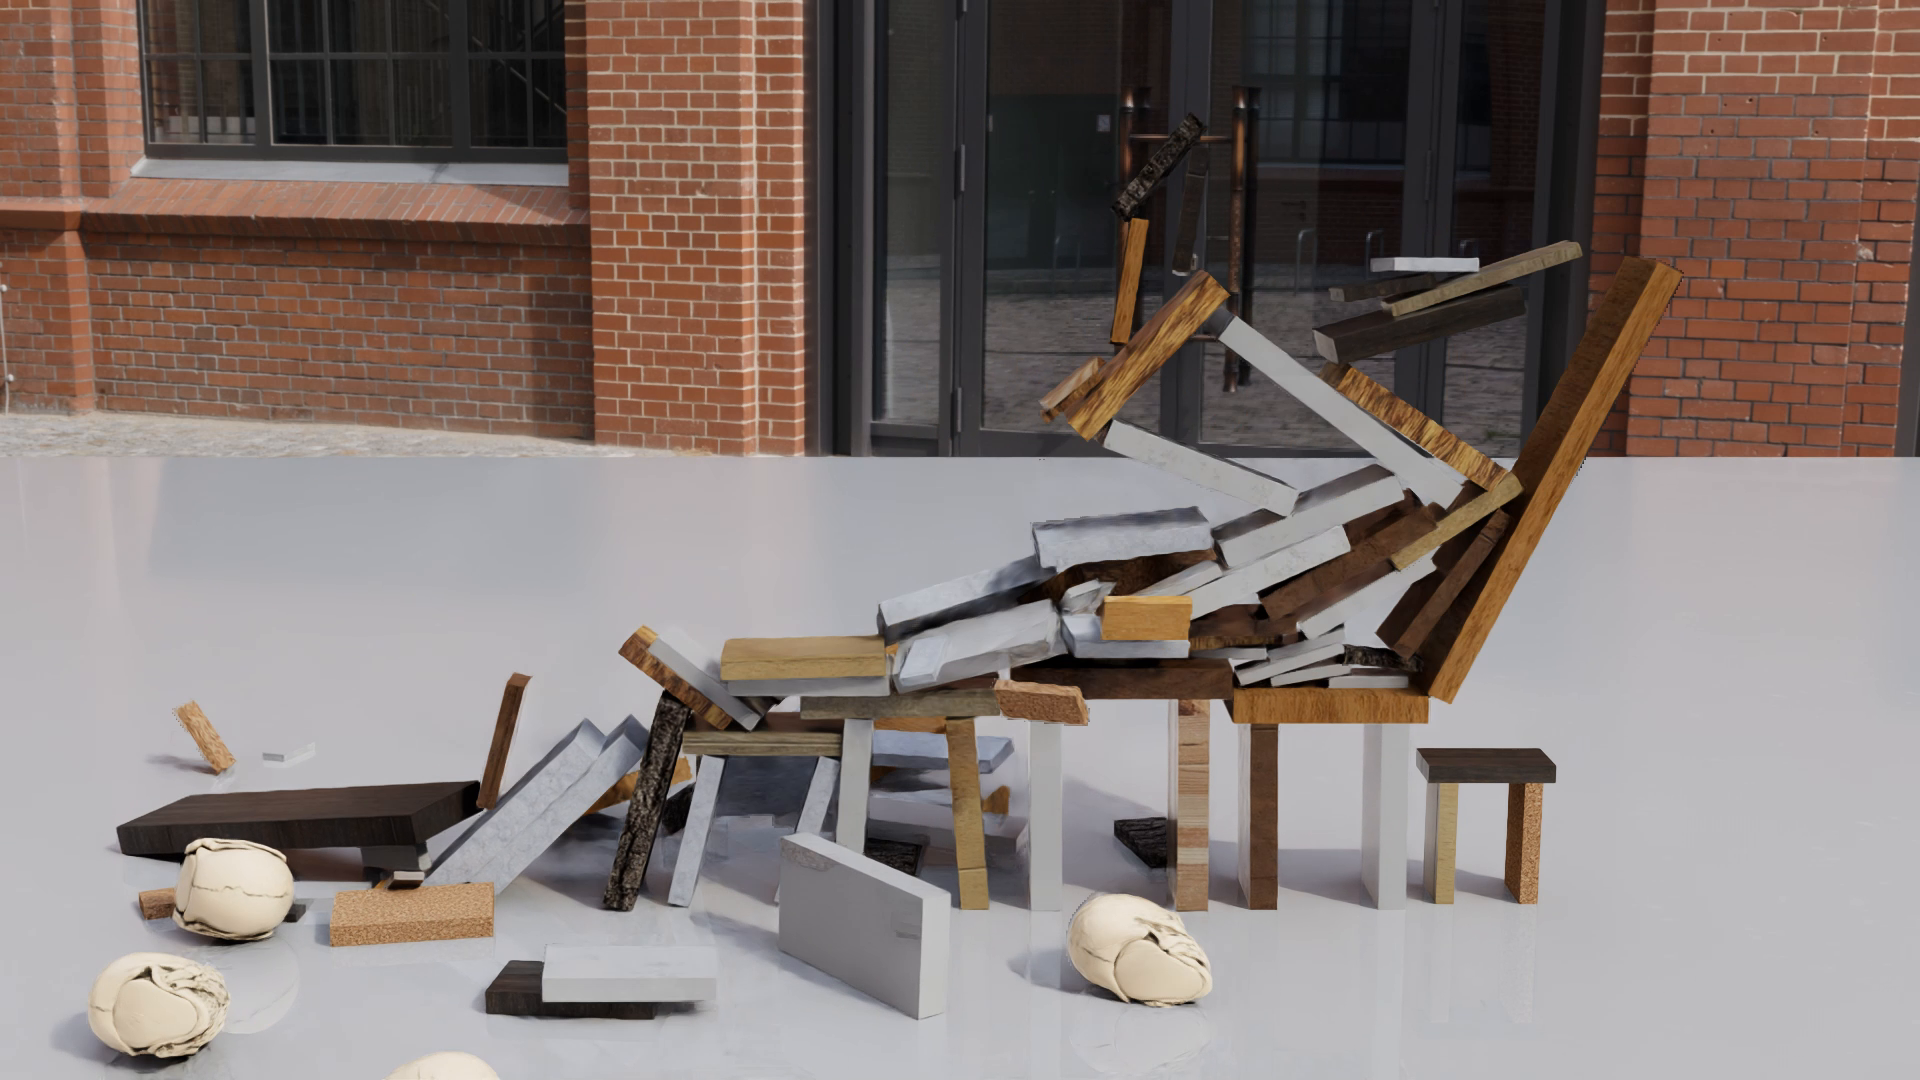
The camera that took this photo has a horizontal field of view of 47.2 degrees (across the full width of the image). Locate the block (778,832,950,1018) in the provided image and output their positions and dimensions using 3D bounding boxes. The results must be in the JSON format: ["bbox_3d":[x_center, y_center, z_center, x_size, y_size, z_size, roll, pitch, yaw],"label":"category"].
[{"bbox_3d":[-0.148,0.570,3.283,0.051,0.179,0.357,-5,11,-39],"label":"block"}]

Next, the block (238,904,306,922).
[{"bbox_3d":[-1.114,0.604,3.559,0.095,0.014,0.048,1,11,3],"label":"block"}]

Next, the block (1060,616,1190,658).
[{"bbox_3d":[0.262,0.154,3.492,0.186,0.026,0.093,1,24,-13],"label":"block"}]

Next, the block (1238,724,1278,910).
[{"bbox_3d":[0.493,0.435,3.641,0.044,0.314,0.157,-1,11,0],"label":"block"}]

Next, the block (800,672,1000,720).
[{"bbox_3d":[-0.095,0.248,3.607,0.320,0.045,0.160,-1,11,0],"label":"block"}]

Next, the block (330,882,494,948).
[{"bbox_3d":[-0.870,0.596,3.503,0.248,0.035,0.124,-2,18,-10],"label":"block"}]

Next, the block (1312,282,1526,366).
[{"bbox_3d":[0.727,-0.347,3.496,0.302,0.043,0.151,-15,12,0],"label":"block"}]

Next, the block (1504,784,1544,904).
[{"bbox_3d":[0.935,0.488,3.650,0.029,0.207,0.104,0,11,0],"label":"block"}]

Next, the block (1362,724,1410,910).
[{"bbox_3d":[0.703,0.435,3.641,0.044,0.314,0.157,-1,11,0],"label":"block"}]

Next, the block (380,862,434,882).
[{"bbox_3d":[-0.926,0.569,3.740,0.104,0.015,0.052,-8,13,-37],"label":"block"}]

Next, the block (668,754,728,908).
[{"bbox_3d":[-0.430,0.463,3.643,0.037,0.258,0.129,14,10,-3],"label":"block"}]

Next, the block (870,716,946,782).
[{"bbox_3d":[-0.131,0.400,4.383,0.286,0.041,0.143,-24,24,-33],"label":"block"}]

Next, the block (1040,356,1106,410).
[{"bbox_3d":[0.178,-0.251,3.494,0.113,0.016,0.057,-40,8,-3],"label":"block"}]

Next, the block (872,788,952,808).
[{"bbox_3d":[-0.075,0.496,4.102,0.193,0.027,0.096,-3,11,-16],"label":"block"}]

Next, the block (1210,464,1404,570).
[{"bbox_3d":[0.554,-0.040,3.545,0.299,0.042,0.149,-22,9,2],"label":"block"}]

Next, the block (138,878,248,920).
[{"bbox_3d":[-1.259,0.589,3.612,0.159,0.023,0.080,-5,12,-26],"label":"block"}]

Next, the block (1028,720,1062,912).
[{"bbox_3d":[0.140,0.414,3.641,0.050,0.355,0.178,-1,11,1],"label":"block"}]

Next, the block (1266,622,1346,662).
[{"bbox_3d":[0.567,0.164,3.600,0.130,0.018,0.065,-17,10,13],"label":"block"}]

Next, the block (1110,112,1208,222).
[{"bbox_3d":[0.315,-0.587,3.470,0.028,0.194,0.097,41,12,4],"label":"block"}]

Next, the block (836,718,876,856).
[{"bbox_3d":[-0.175,0.431,3.641,0.045,0.320,0.160,4,10,-1],"label":"block"}]

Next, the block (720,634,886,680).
[{"bbox_3d":[-0.249,0.188,3.524,0.258,0.037,0.129,-2,11,-2],"label":"block"}]

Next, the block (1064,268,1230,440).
[{"bbox_3d":[0.293,-0.296,3.488,0.045,0.316,0.158,43,8,-7],"label":"block"}]

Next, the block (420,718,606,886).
[{"bbox_3d":[-0.740,0.449,3.654,0.350,0.050,0.175,-43,8,3],"label":"block"}]

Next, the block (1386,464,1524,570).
[{"bbox_3d":[0.789,-0.039,3.557,0.234,0.033,0.117,-33,10,5],"label":"block"}]

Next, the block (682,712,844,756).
[{"bbox_3d":[-0.319,0.318,3.616,0.258,0.037,0.129,1,11,0],"label":"block"}]

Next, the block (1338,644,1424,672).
[{"bbox_3d":[0.687,0.192,3.598,0.130,0.018,0.065,6,10,-4],"label":"block"}]

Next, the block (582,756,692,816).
[{"bbox_3d":[-0.648,0.464,3.993,0.292,0.041,0.146,-17,-2,-32],"label":"block"}]

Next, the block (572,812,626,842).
[{"bbox_3d":[-0.640,0.521,3.993,0.120,0.017,0.060,8,13,36],"label":"block"}]

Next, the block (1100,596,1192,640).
[{"bbox_3d":[0.287,0.120,3.396,0.136,0.068,0.019,1,32,-6],"label":"block"}]

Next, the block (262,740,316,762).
[{"bbox_3d":[-1.370,0.430,4.490,0.052,0.015,0.104,4,11,18],"label":"block"}]

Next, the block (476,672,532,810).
[{"bbox_3d":[-0.763,0.336,3.679,0.030,0.212,0.106,14,5,-6],"label":"block"}]

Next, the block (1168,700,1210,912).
[{"bbox_3d":[0.377,0.414,3.641,0.050,0.356,0.178,-1,11,0],"label":"block"}]

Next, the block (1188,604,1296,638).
[{"bbox_3d":[0.444,0.131,3.581,0.191,0.027,0.095,-2,13,-3],"label":"block"}]

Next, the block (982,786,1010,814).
[{"bbox_3d":[0.057,0.486,3.936,0.015,0.054,0.107,16,-34,-21],"label":"block"}]

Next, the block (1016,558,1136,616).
[{"bbox_3d":[0.227,0.080,3.692,0.136,0.039,0.273,-31,-16,32],"label":"block"}]

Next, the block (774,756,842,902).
[{"bbox_3d":[-0.248,0.464,3.644,0.037,0.258,0.129,17,10,-3],"label":"block"}]

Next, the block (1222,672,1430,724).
[{"bbox_3d":[0.596,0.258,3.608,0.314,0.044,0.157,0,11,0],"label":"block"}]

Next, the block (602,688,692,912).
[{"bbox_3d":[-0.511,0.418,3.637,0.050,0.350,0.175,16,10,-4],"label":"block"}]

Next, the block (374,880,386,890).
[{"bbox_3d":[-0.945,0.587,3.600,0.048,0.014,0.095,6,21,12],"label":"block"}]

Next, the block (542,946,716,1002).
[{"bbox_3d":[-0.476,0.626,3.178,0.245,0.035,0.122,1,11,-8],"label":"block"}]

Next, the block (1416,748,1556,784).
[{"bbox_3d":[0.866,0.372,3.629,0.207,0.029,0.104,0,11,0],"label":"block"}]

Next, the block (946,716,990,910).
[{"bbox_3d":[0.012,0.431,3.641,0.045,0.320,0.160,-5,10,1],"label":"block"}]

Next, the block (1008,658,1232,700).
[{"bbox_3d":[0.258,0.214,3.605,0.355,0.050,0.178,0,11,0],"label":"block"}]

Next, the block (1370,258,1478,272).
[{"bbox_3d":[0.739,-0.438,3.500,0.150,0.021,0.075,-2,6,-19],"label":"block"}]

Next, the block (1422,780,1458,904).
[{"bbox_3d":[0.797,0.488,3.650,0.029,0.207,0.104,0,11,0],"label":"block"}]

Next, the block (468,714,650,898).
[{"bbox_3d":[-0.665,0.444,3.671,0.350,0.050,0.175,-43,8,1],"label":"block"}]
